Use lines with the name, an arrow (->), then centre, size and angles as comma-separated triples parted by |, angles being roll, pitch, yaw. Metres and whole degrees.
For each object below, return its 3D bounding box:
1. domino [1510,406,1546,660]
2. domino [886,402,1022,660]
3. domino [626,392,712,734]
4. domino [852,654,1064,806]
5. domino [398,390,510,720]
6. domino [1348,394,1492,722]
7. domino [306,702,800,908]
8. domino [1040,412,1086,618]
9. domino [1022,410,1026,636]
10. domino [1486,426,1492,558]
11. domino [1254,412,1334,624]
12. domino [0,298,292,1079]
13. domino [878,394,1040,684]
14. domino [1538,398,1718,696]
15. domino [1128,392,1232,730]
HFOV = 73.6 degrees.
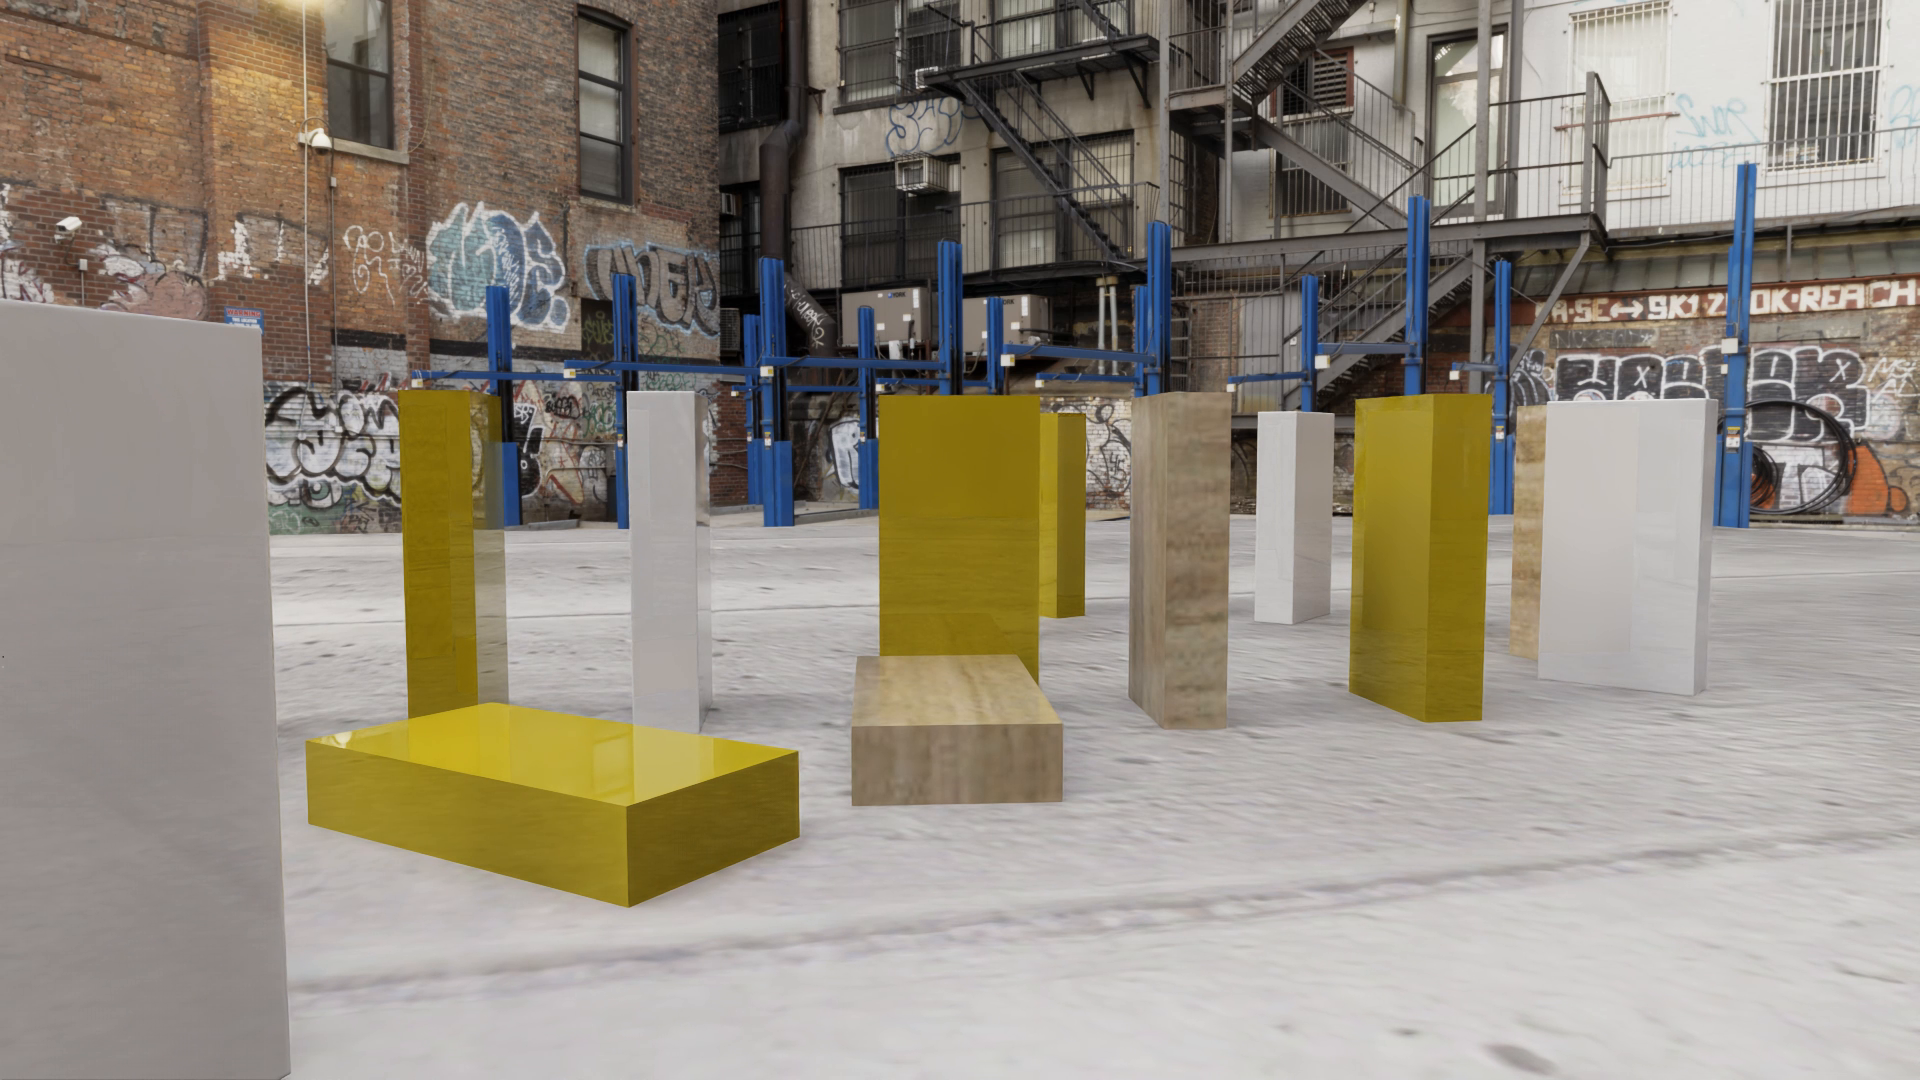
domino -> 0.125, -0.002, 0.257 | 0.025, 0.050, 0.009 | -1, 4, -15
domino -> -0.001, -0.001, 0.243 | 0.025, 0.050, 0.009 | 0, 4, -1
domino -> -0.044, 0.003, 0.198 | 0.009, 0.050, 0.025 | 0, 4, -7
domino -> -0.002, 0.025, 0.176 | 0.025, 0.009, 0.050 | 0, 4, -4
domino -> -0.076, 0.003, 0.194 | 0.009, 0.050, 0.025 | -1, 4, -10
domino -> 0.074, 0.002, 0.207 | 0.009, 0.050, 0.025 | -1, 4, -10
domino -> -0.045, 0.027, 0.141 | 0.050, 0.009, 0.025 | 3, 5, 31
domino -> 0.019, -0.007, 0.323 | 0.009, 0.050, 0.025 | -3, 5, -38
domino -> 0.001, -0.004, 0.283 | 0.025, 0.050, 0.010 | 1, 4, 11
domino -> 0.108, -0.004, 0.289 | 0.025, 0.050, 0.009 | -3, 5, -38
domino -> 0.082, -0.006, 0.313 | 0.009, 0.050, 0.025 | 3, 5, 36
domino -> -0.053, 0.012, 0.074 | 0.009, 0.050, 0.025 | 1, 4, 14
domino -> 0.000, 0.002, 0.205 | 0.025, 0.050, 0.010 | 0, 4, -4
domino -> 0.117, 0.001, 0.226 | 0.025, 0.050, 0.009 | 4, 6, 41
domino -> 0.034, 0.002, 0.202 | 0.009, 0.050, 0.025 | 0, 4, -5
